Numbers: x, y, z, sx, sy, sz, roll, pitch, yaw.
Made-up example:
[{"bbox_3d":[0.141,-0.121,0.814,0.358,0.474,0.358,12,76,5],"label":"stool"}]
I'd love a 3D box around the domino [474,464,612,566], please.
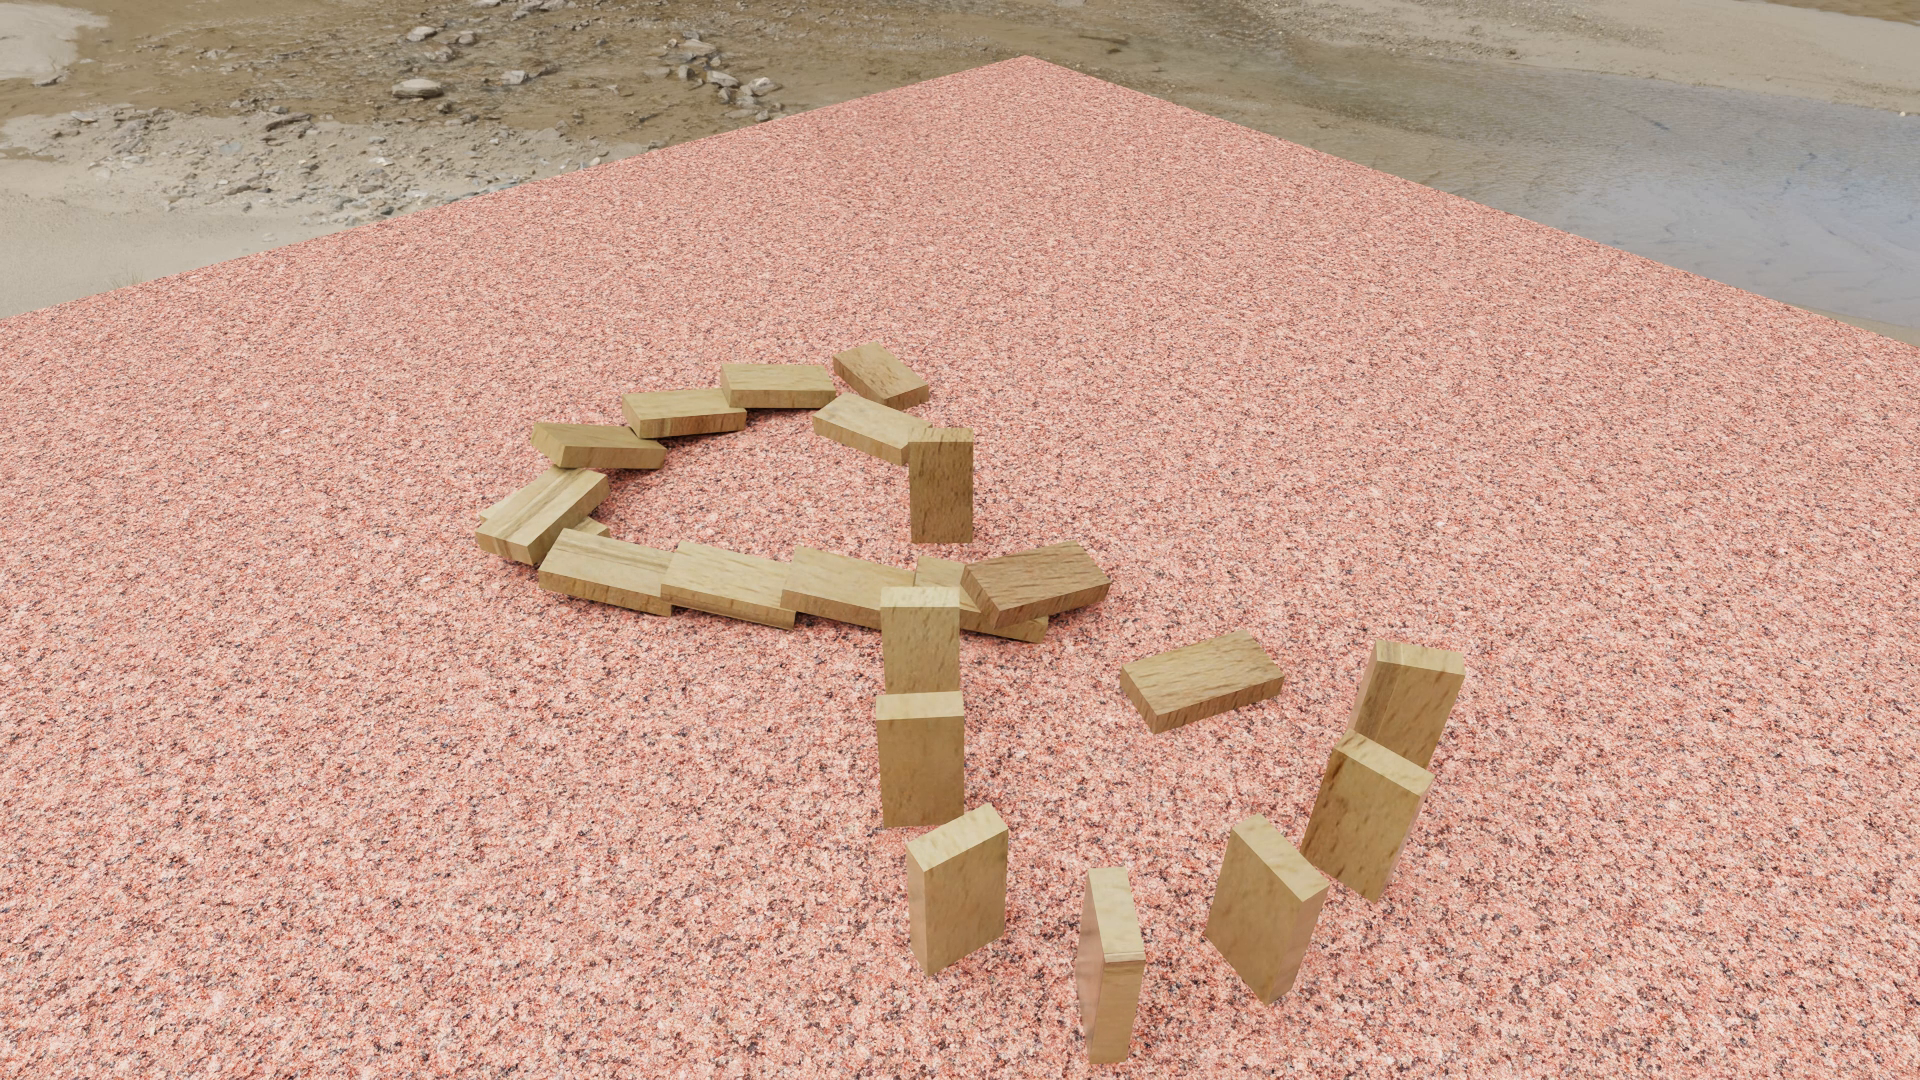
[{"bbox_3d":[-0.167,-0.011,0.442,0.025,0.010,0.050,14,41,17],"label":"domino"}]

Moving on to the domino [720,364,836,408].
[{"bbox_3d":[-0.087,-0.074,0.525,0.050,0.009,0.025,-3,38,-23],"label":"domino"}]

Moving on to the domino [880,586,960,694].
[{"bbox_3d":[-0.013,0.037,0.366,0.025,0.050,0.010,0,39,0],"label":"domino"}]

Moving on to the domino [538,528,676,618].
[{"bbox_3d":[-0.131,0.012,0.420,0.050,0.009,0.025,13,40,-3],"label":"domino"}]

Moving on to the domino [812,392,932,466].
[{"bbox_3d":[-0.040,-0.052,0.506,0.050,0.010,0.025,22,44,25],"label":"domino"}]

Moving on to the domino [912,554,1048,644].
[{"bbox_3d":[0.007,0.022,0.409,0.050,0.010,0.025,11,39,-5],"label":"domino"}]

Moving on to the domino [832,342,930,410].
[{"bbox_3d":[-0.039,-0.080,0.541,0.025,0.010,0.050,-23,45,-26],"label":"domino"}]

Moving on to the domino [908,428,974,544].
[{"bbox_3d":[-0.007,-0.021,0.437,0.025,0.050,0.010,0,39,0],"label":"domino"}]

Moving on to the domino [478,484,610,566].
[{"bbox_3d":[-0.169,-0.004,0.449,0.050,0.009,0.025,24,45,27],"label":"domino"}]

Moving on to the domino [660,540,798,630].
[{"bbox_3d":[-0.084,0.017,0.415,0.050,0.010,0.025,13,40,-3],"label":"domino"}]

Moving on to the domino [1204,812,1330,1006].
[{"bbox_3d":[0.080,0.098,0.291,0.010,0.050,0.025,-21,44,-24],"label":"domino"}]

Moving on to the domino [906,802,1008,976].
[{"bbox_3d":[-0.001,0.095,0.296,0.025,0.050,0.009,-21,44,-24],"label":"domino"}]

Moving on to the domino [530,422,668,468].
[{"bbox_3d":[-0.156,-0.041,0.476,0.025,0.010,0.050,32,22,33],"label":"domino"}]

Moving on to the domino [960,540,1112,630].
[{"bbox_3d":[0.028,0.016,0.408,0.050,0.010,0.025,-12,46,-29],"label":"domino"}]

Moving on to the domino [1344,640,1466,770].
[{"bbox_3d":[0.138,0.054,0.345,0.025,0.050,0.009,9,40,11],"label":"domino"}]

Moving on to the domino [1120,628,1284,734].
[{"bbox_3d":[0.084,0.049,0.384,0.050,0.010,0.025,-14,41,-16],"label":"domino"}]

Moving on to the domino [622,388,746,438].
[{"bbox_3d":[-0.127,-0.059,0.506,0.050,0.009,0.025,-9,38,-33],"label":"domino"}]

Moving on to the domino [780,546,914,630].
[{"bbox_3d":[-0.040,0.019,0.412,0.050,0.009,0.025,13,40,-4],"label":"domino"}]

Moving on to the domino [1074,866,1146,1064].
[{"bbox_3d":[0.037,0.109,0.279,0.009,0.050,0.025,-3,39,-3],"label":"domino"}]

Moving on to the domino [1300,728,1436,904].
[{"bbox_3d":[0.115,0.079,0.314,0.025,0.050,0.009,29,48,31],"label":"domino"}]

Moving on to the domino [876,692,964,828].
[{"bbox_3d":[-0.012,0.067,0.330,0.025,0.050,0.009,-2,39,-3],"label":"domino"}]
